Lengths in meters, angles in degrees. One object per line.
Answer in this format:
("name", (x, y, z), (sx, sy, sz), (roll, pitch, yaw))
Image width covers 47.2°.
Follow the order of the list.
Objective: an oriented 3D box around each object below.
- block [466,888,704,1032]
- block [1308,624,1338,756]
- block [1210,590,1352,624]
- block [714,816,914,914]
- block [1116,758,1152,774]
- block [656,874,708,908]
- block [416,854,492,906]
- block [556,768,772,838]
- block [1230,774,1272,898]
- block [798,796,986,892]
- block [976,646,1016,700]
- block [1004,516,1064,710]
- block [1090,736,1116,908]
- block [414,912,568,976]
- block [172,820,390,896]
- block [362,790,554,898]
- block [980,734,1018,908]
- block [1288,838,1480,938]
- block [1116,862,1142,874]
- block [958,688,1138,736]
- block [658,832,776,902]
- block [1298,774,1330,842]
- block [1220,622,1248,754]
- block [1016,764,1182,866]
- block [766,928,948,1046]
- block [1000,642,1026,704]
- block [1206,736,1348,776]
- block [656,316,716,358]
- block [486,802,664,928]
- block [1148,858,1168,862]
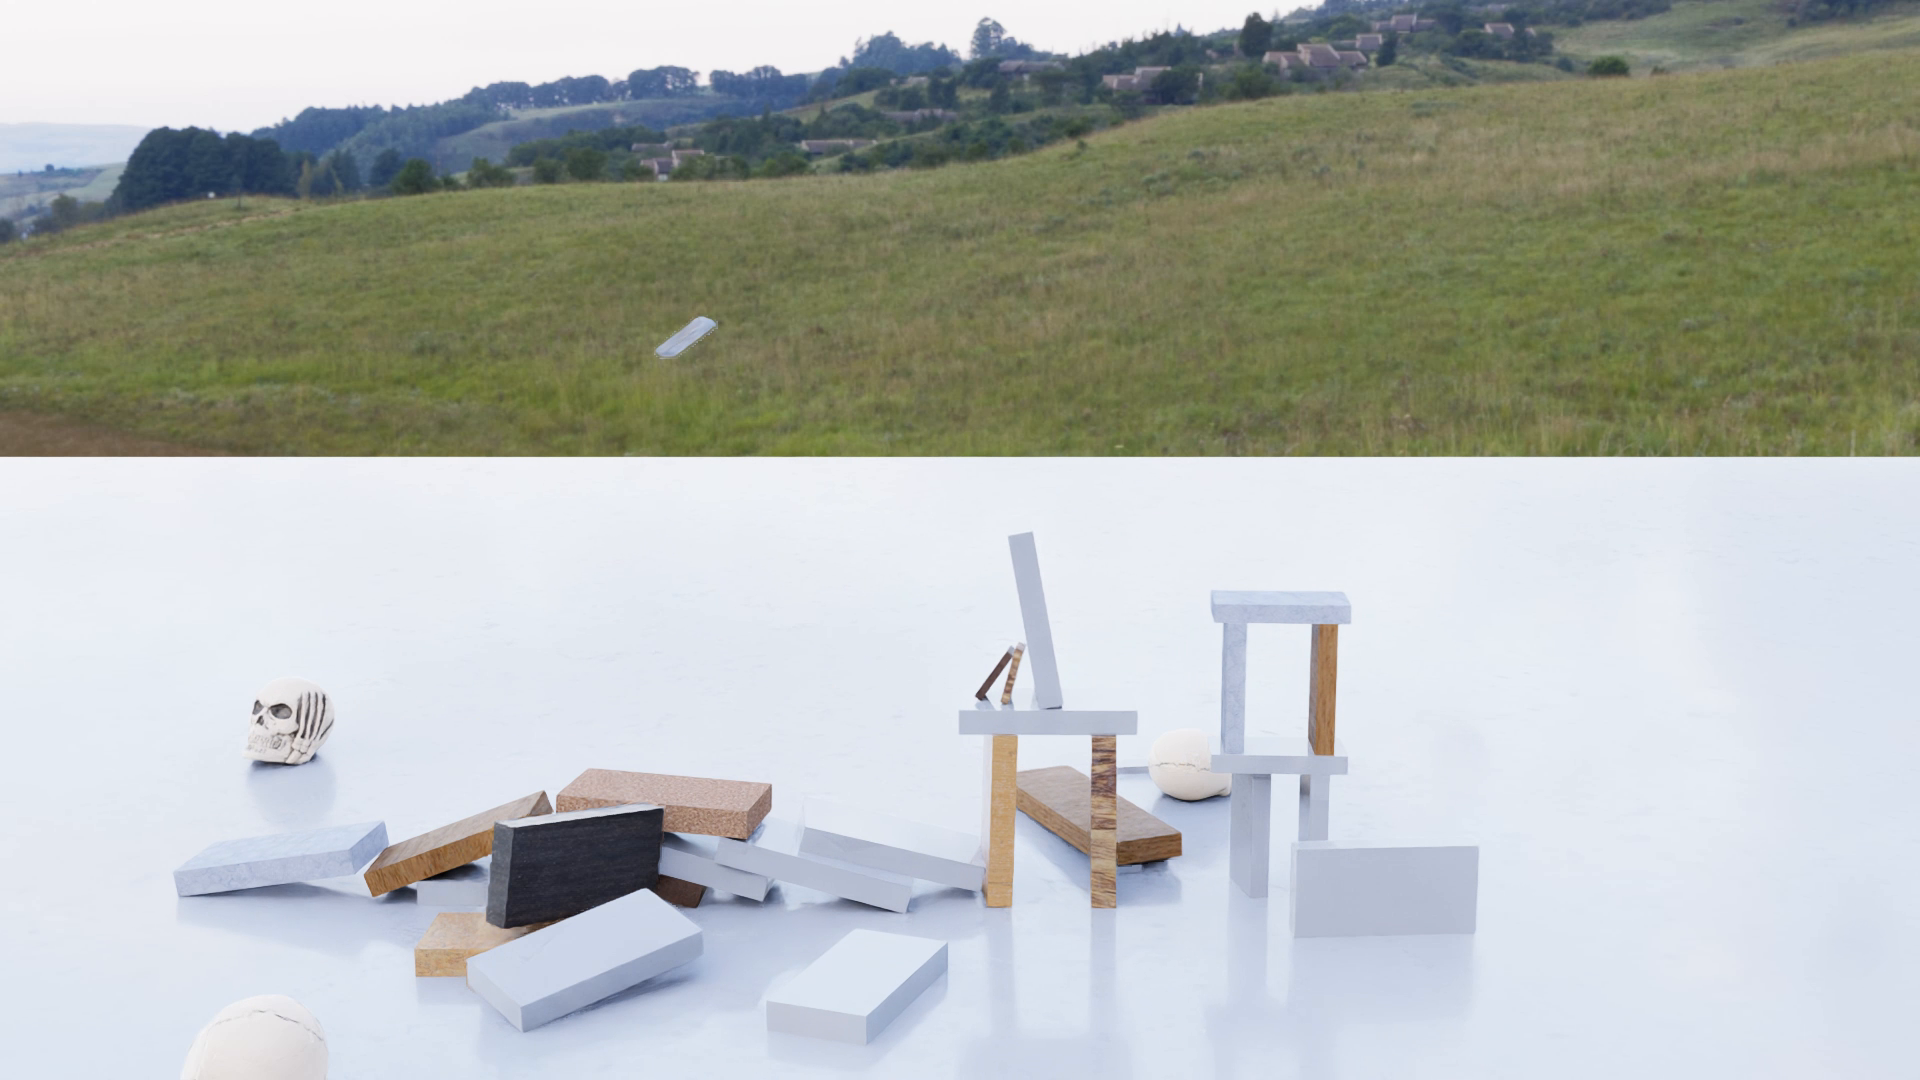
("block", (-0.549, 0.614, 3.239), (0.308, 0.044, 0.154), (-18, 29, -37))
("block", (0.596, 0.233, 3.609), (0.031, 0.219, 0.109), (1, 11, 3))
("block", (0.522, 0.109, 3.589), (0.219, 0.031, 0.109), (1, 11, 3))
("block", (-0.236, 0.529, 3.645), (0.322, 0.046, 0.161), (15, 11, -1))
("block", (0.328, 0.451, 4.376), (0.101, 0.014, 0.050), (-1, 11, -8))
("block", (-0.564, 0.534, 3.666), (0.292, 0.041, 0.146), (14, 11, 0))
("block", (-0.741, 0.568, 3.674), (0.292, 0.041, 0.146), (0, 11, 2))
("block", (-0.489, 0.435, 3.650), (0.322, 0.046, 0.161), (4, 11, 9))
("block", (0.486, 0.475, 3.683), (0.031, 0.221, 0.111), (-2, 11, -11))
("block", (-0.116, 0.508, 3.682), (0.308, 0.044, 0.154), (14, 11, -8))
("block", (0.059, 0.219, 3.622), (0.013, 0.095, 0.047), (36, 14, 1))
("block", (0.120, 0.117, 3.602), (0.041, 0.291, 0.145), (-10, 11, 1))
("block", (0.237, 0.448, 3.643), (0.041, 0.289, 0.144), (0, 11, 3))
("block", (-0.663, 0.621, 3.379), (0.311, 0.044, 0.156), (0, 11, 0))
("block", (-1.141, 0.535, 3.703), (0.311, 0.044, 0.156), (-8, 9, 8))
("block", (-0.834, 0.505, 3.670), (0.293, 0.041, 0.146), (-20, 9, 3))
("block", (0.063, 0.447, 3.647), (0.041, 0.289, 0.144), (1, 10, -5))
("block", (0.671, 0.550, 3.484), (0.291, 0.145, 0.041), (-1, 11, -4))
("block", (0.277, 0.555, 3.816), (0.050, 0.014, 0.101), (-4, 11, -10))
("block", (0.142, 0.282, 3.627), (0.289, 0.041, 0.144), (0, 11, 0))
("block", (-0.464, 0.513, 3.668), (0.322, 0.046, 0.161), (15, 11, 3))
("block", (0.586, 0.481, 3.651), (0.031, 0.221, 0.111), (0, 11, 0))
("block", (0.450, 0.232, 3.616), (0.031, 0.219, 0.109), (1, 11, 3))
("block", (0.228, 0.496, 4.003), (0.145, 0.041, 0.505), (-5, 10, -19))
("block", (-0.146, 0.651, 3.222), (0.154, 0.044, 0.308), (4, 11, 21))
("block", (0.087, 0.218, 3.601), (0.013, 0.095, 0.047), (17, 12, 5))
("block", (0.522, 0.356, 3.632), (0.221, 0.031, 0.111), (1, 11, 3))
("block", (-0.448, -0.331, 3.588), (0.095, 0.013, 0.047), (-34, -9, 18))
("block", (-0.598, 0.505, 3.439), (0.044, 0.156, 0.311), (10, 6, 38))
("block", (0.322, 0.544, 3.879), (0.050, 0.014, 0.101), (-4, 11, -20))
